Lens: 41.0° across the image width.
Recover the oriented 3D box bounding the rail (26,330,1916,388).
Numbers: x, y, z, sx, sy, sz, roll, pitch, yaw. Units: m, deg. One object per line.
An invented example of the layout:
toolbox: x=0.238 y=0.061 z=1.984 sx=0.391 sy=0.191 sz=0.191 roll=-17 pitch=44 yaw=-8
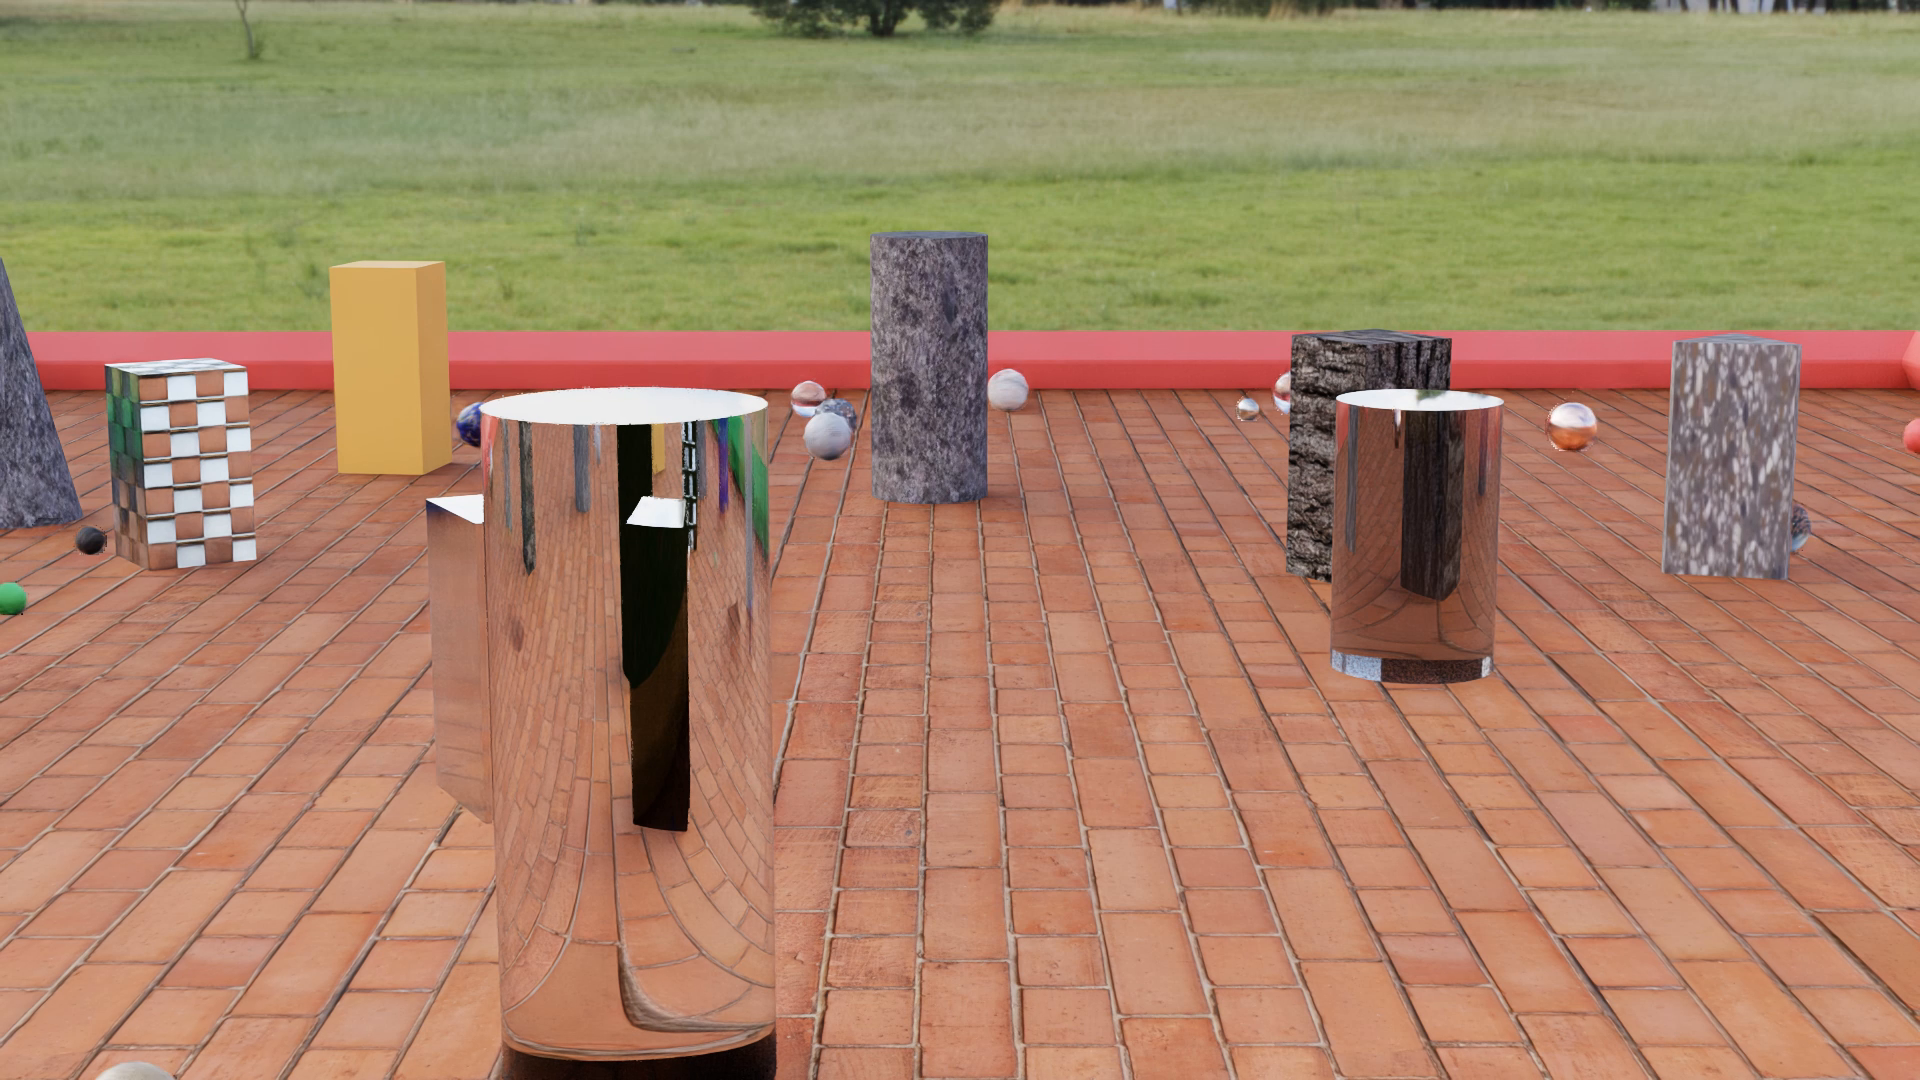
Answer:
rail: x=-0.014 y=-0.407 z=5.828 sx=4.391 sy=0.130 sz=0.045 roll=0 pitch=10 yaw=0

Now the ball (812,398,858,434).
ball: x=-0.244 y=-0.235 z=5.022 sx=0.087 sy=0.087 sz=0.087 roll=0 pitch=10 yaw=0

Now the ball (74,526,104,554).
ball: x=-1.313 y=0.001 z=3.870 sx=0.043 sy=0.043 sz=0.043 roll=0 pitch=10 yaw=0

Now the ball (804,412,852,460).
ball: x=-0.247 y=-0.193 z=4.792 sx=0.089 sy=0.089 sz=0.089 roll=0 pitch=10 yaw=0

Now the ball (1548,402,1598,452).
ball: x=1.171 y=-0.217 z=4.906 sx=0.094 sy=0.094 sz=0.094 roll=0 pitch=10 yaw=0

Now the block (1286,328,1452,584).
block: x=0.585 y=-0.119 z=3.682 sx=0.160 sy=0.347 sz=0.160 roll=-7 pitch=12 yaw=-32

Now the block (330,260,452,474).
block: x=-1.036 y=-0.317 z=4.681 sx=0.160 sy=0.372 sz=0.160 roll=1 pitch=11 yaw=8

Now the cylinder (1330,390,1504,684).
cylinder: x=0.555 y=-0.008 z=3.128 sx=0.200 sy=0.329 sz=0.200 roll=0 pitch=10 yaw=0

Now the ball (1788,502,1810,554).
ball: x=1.241 y=-0.020 z=3.872 sx=0.082 sy=0.082 sz=0.082 roll=0 pitch=10 yaw=0

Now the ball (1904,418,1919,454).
ball: x=1.827 y=-0.197 z=4.870 sx=0.068 sy=0.068 sz=0.068 roll=0 pitch=10 yaw=0

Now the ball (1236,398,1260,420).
ball: x=0.598 y=-0.271 z=5.328 sx=0.046 sy=0.046 sz=0.046 roll=0 pitch=10 yaw=0

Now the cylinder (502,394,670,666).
cylinder: x=-0.464 y=-0.013 z=3.193 sx=0.200 sy=0.316 sz=0.200 roll=0 pitch=10 yaw=0

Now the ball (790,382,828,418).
ball: x=-0.316 y=-0.295 z=5.375 sx=0.076 sy=0.076 sz=0.076 roll=0 pitch=10 yaw=0

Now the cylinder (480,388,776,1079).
cylinder: x=-0.234 y=0.148 z=1.837 sx=0.200 sy=0.493 sz=0.200 roll=0 pitch=10 yaw=0

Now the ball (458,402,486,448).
ball: x=-0.926 y=-0.222 z=4.954 sx=0.087 sy=0.087 sz=0.087 roll=0 pitch=10 yaw=0

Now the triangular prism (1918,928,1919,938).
triangular prism: x=0.922 y=0.099 z=2.100 sx=0.150 sy=0.494 sz=0.173 roll=-7 pitch=13 yaw=-35

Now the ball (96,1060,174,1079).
ball: x=-0.558 y=0.385 z=1.730 sx=0.066 sy=0.066 sz=0.066 roll=0 pitch=10 yaw=0

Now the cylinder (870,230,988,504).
cylinder: x=-0.052 y=-0.297 z=4.376 sx=0.200 sy=0.445 sz=0.200 roll=0 pitch=10 yaw=0

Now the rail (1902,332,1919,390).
rail: x=2.172 y=0.031 z=3.461 sx=0.045 sy=0.130 sz=4.887 roll=0 pitch=10 yaw=0

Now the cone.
cone: x=-1.534 y=-0.245 z=4.143 sx=0.200 sy=0.427 sz=0.200 roll=0 pitch=10 yaw=0

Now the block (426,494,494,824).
block: x=-0.429 y=0.111 z=2.575 sx=0.160 sy=0.297 sz=0.160 roll=-6 pitch=12 yaw=-28

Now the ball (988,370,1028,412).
ball: x=0.102 y=-0.320 z=5.474 sx=0.090 sy=0.090 sz=0.090 roll=0 pitch=10 yaw=0

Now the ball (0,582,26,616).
ball: x=-1.275 y=0.079 z=3.441 sx=0.045 sy=0.045 sz=0.045 roll=0 pitch=10 yaw=0

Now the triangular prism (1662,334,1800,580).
triangular prism: x=1.125 y=-0.127 z=3.750 sx=0.173 sy=0.337 sz=0.150 roll=3 pitch=11 yaw=16

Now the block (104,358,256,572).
block: x=-1.163 y=-0.116 z=3.829 sx=0.160 sy=0.288 sz=0.160 roll=-7 pitch=13 yaw=-35

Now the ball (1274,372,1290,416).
ball: x=0.707 y=-0.308 z=5.390 sx=0.098 sy=0.098 sz=0.098 roll=0 pitch=10 yaw=0
